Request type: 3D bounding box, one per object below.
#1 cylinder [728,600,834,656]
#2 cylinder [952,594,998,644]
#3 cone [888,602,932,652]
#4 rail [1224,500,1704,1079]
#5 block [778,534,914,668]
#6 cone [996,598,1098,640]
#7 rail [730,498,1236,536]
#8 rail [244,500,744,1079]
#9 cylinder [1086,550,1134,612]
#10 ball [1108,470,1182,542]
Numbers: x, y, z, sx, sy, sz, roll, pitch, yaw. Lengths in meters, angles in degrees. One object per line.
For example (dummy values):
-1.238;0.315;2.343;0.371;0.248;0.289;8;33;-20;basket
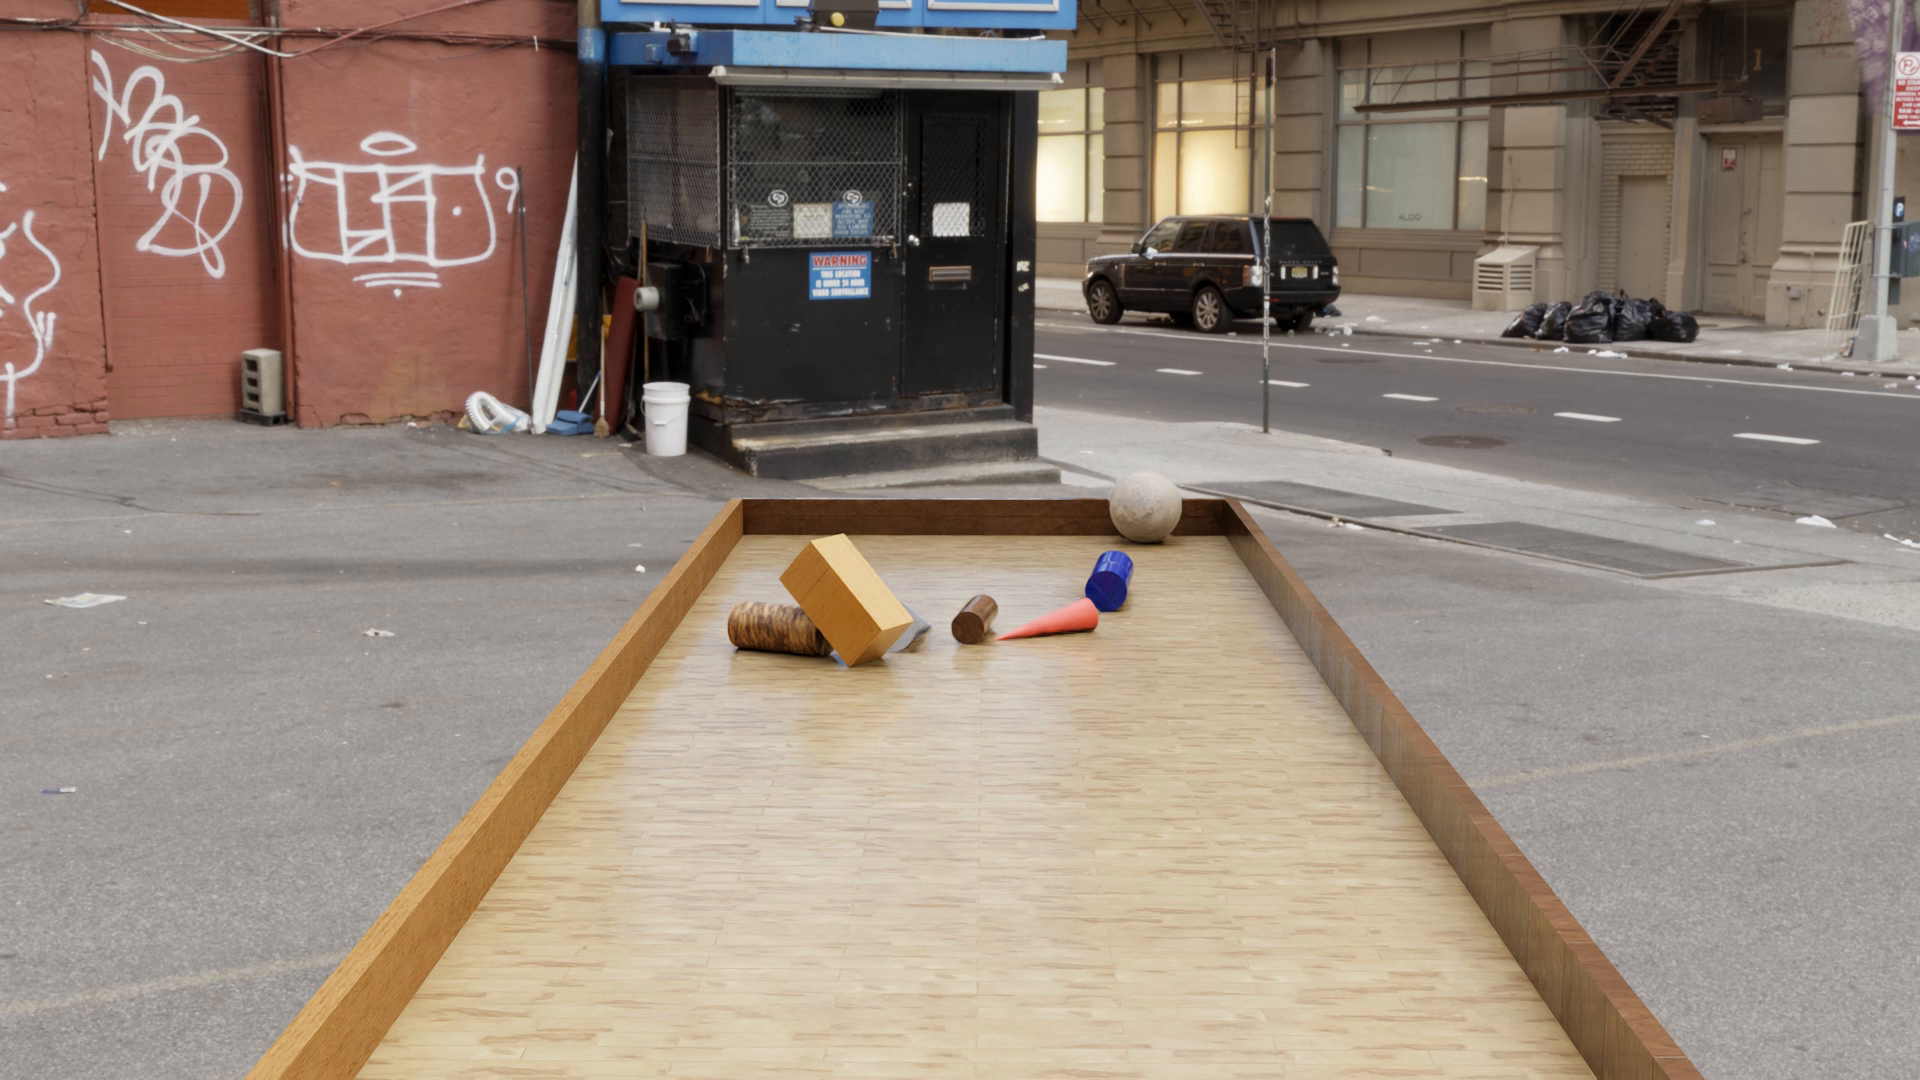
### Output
-0.548;0.273;6.820;0.316;0.146;0.146;4;10;26;cylinder
0.049;0.253;7.072;0.105;0.105;0.310;1;9;9;cylinder
-0.151;0.274;7.030;0.161;0.161;0.452;3;-1;16;cone
1.046;0.843;3.208;0.050;0.150;12.000;0;9;1;rail
-0.345;0.181;6.674;0.357;0.175;0.175;50;29;16;block
0.260;0.281;7.071;0.371;0.106;0.106;-14;14;-27;cone
0.099;-0.098;9.147;2.100;0.150;0.050;0;9;1;rail
-1.004;0.839;3.234;0.050;0.150;12.000;0;9;1;rail
0.524;0.140;7.671;0.142;0.142;0.436;1;9;8;cylinder
0.753;-0.138;8.933;0.296;0.296;0.296;0;9;0;ball
